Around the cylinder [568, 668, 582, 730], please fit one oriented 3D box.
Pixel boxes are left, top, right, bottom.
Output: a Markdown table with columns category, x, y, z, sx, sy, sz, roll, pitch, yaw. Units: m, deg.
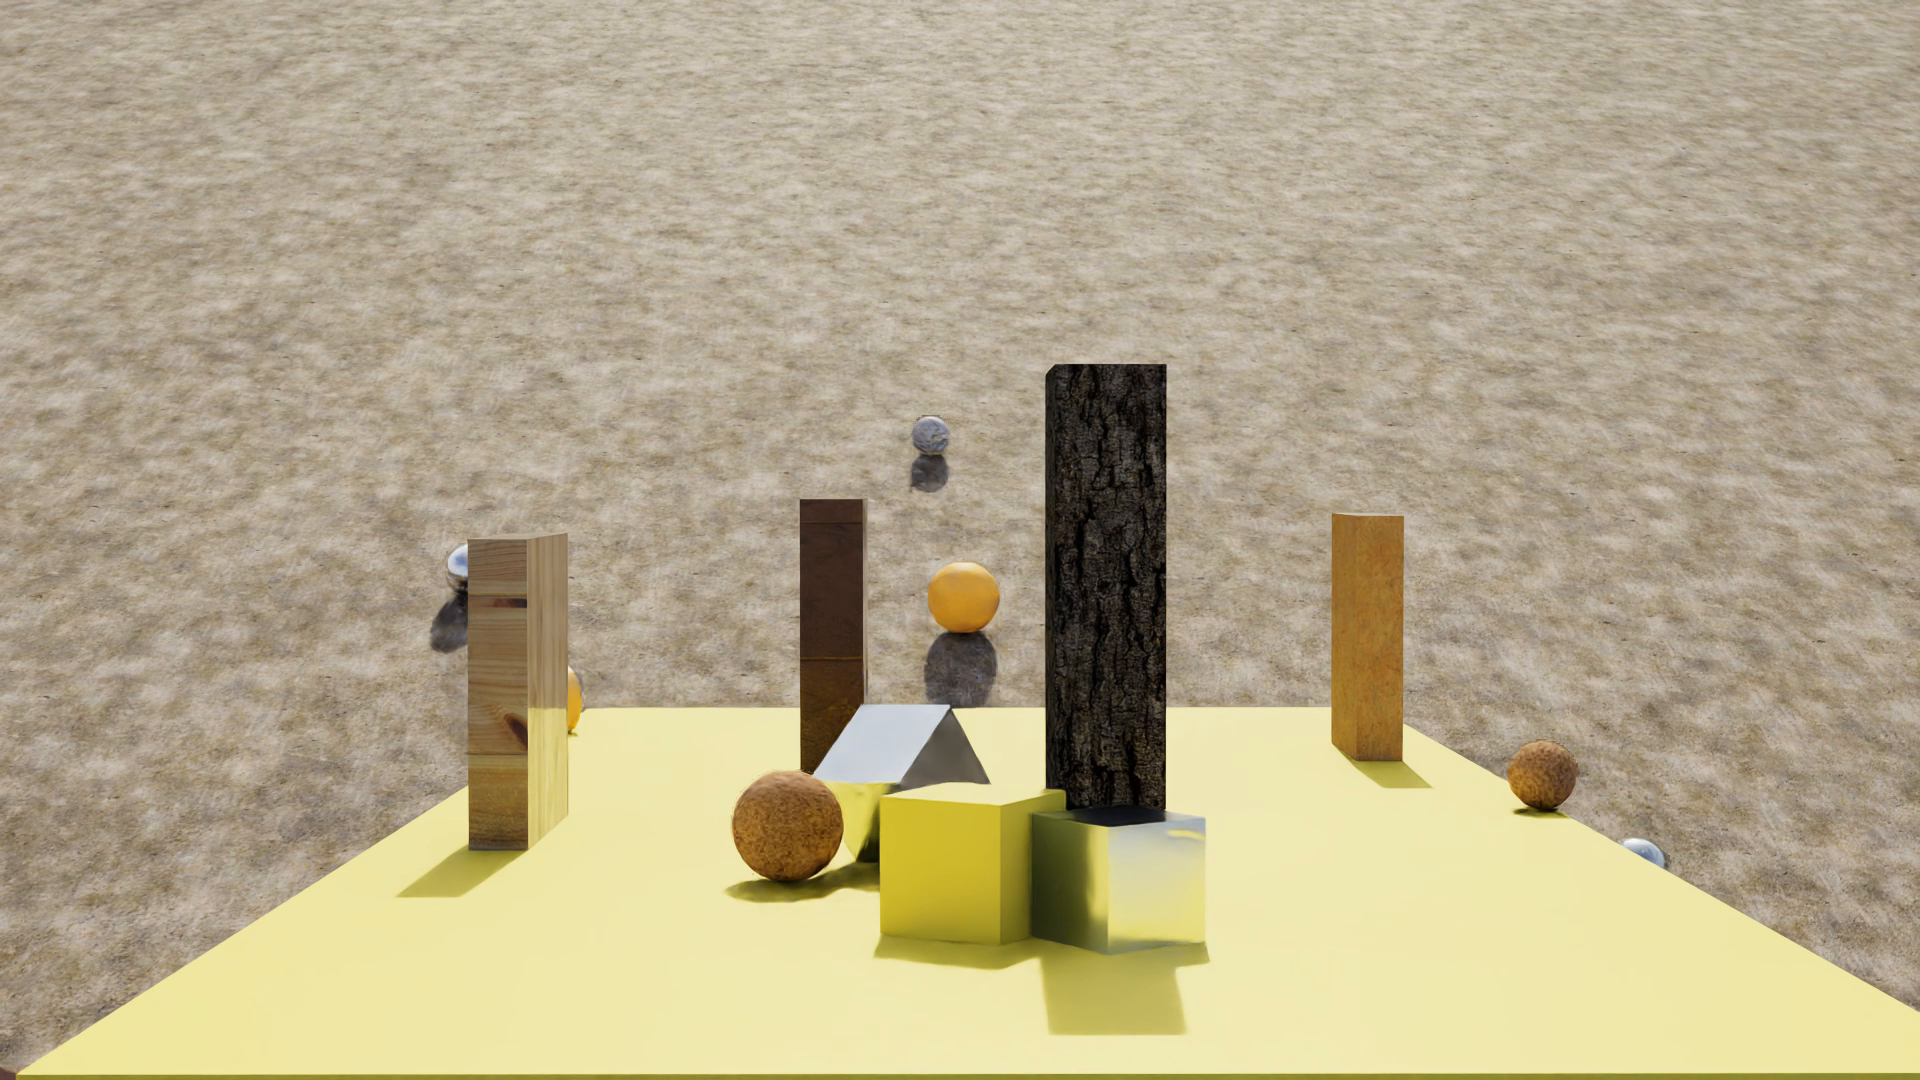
| category | x | y | z | sx | sy | sz | roll | pitch | yaw |
| --- | --- | --- | --- | --- | --- | --- | --- | --- | --- |
| cylinder | -0.971 | 0.371 | 5.939 | 0.148 | 0.148 | 0.148 | -4 | 24 | -32 |

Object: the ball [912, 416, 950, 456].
| category | x | y | z | sx | sy | sz | roll | pitch | yaw |
| --- | --- | --- | --- | --- | --- | --- | --- | --- | --- |
| ball | -0.092 | -0.331 | 8.203 | 0.125 | 0.125 | 0.125 | 0 | 26 | 0 |

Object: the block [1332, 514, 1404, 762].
| category | x | y | z | sx | sy | sz | roll | pitch | yaw |
| --- | --- | --- | --- | --- | --- | --- | --- | --- | --- |
| block | 0.869 | 0.199 | 5.517 | 0.097 | 0.508 | 0.359 | 0 | 1 | 0 |

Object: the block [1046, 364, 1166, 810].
| category | x | y | z | sx | sy | sz | roll | pitch | yaw |
| --- | --- | --- | --- | --- | --- | --- | --- | --- | --- |
| block | 0.199 | 0.133 | 3.595 | 0.147 | 0.741 | 0.371 | 0 | 1 | 0 |

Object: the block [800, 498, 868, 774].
| category | x | y | z | sx | sy | sz | roll | pitch | yaw |
| --- | --- | --- | --- | --- | --- | --- | --- | --- | --- |
| block | -0.235 | 0.197 | 4.837 | 0.116 | 0.550 | 0.244 | 0 | 1 | 0 |

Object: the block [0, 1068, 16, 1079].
| category | x | y | z | sx | sy | sz | roll | pitch | yaw |
| --- | --- | --- | --- | --- | --- | --- | --- | --- | --- |
| block | -1.852 | 1.136 | 5.019 | 0.162 | 0.162 | 0.162 | 17 | 64 | 17 |

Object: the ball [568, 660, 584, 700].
| category | x | y | z | sx | sy | sz | roll | pitch | yaw |
| --- | --- | --- | --- | --- | --- | --- | --- | --- | --- |
| ball | -1.064 | 0.386 | 6.640 | 0.190 | 0.190 | 0.190 | 0 | 26 | 0 |

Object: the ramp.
| category | x | y | z | sx | sy | sz | roll | pitch | yaw |
| --- | --- | --- | --- | --- | --- | --- | --- | --- | --- |
| ramp | 0.058 | 0.529 | 4.566 | 2.000 | 0.100 | 4.000 | 0 | 1 | 0 |

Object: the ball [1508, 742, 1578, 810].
| category | x | y | z | sx | sy | sz | roll | pitch | yaw |
| --- | --- | --- | --- | --- | --- | --- | --- | --- | --- |
| ball | 1.034 | 0.418 | 4.580 | 0.120 | 0.120 | 0.120 | 0 | 26 | 0 |

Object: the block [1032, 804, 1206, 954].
| category | x | y | z | sx | sy | sz | roll | pitch | yaw |
| --- | --- | --- | --- | --- | --- | --- | --- | --- | --- |
| block | 0.203 | 0.432 | 3.306 | 0.158 | 0.158 | 0.158 | -1 | 2 | -35 |

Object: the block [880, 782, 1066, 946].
| category | x | y | z | sx | sy | sz | roll | pitch | yaw |
| --- | --- | --- | --- | --- | --- | --- | --- | --- | --- |
| block | 0.018 | 0.420 | 3.376 | 0.179 | 0.179 | 0.179 | 1 | 2 | 30 |

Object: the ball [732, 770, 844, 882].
| category | x | y | z | sx | sy | sz | roll | pitch | yaw |
| --- | --- | --- | --- | --- | --- | --- | --- | --- | --- |
| ball | -0.252 | 0.418 | 3.769 | 0.163 | 0.163 | 0.163 | 0 | 26 | 0 |

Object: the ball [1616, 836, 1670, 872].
| category | x | y | z | sx | sy | sz | roll | pitch | yaw |
| --- | --- | --- | --- | --- | --- | --- | --- | --- | --- |
| ball | 1.313 | 0.637 | 5.002 | 0.124 | 0.124 | 0.124 | 0 | 26 | 0 |

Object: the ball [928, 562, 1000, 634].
| category | x | y | z | sx | sy | sz | roll | pitch | yaw |
| --- | --- | --- | --- | --- | --- | --- | --- | --- | --- |
| ball | 0.010 | 0.159 | 7.102 | 0.199 | 0.199 | 0.199 | 0 | 26 | 0 |

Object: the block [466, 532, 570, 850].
| category | x | y | z | sx | sy | sz | roll | pitch | yaw |
| --- | --- | --- | --- | --- | --- | --- | --- | --- | --- |
| block | -0.731 | 0.240 | 4.292 | 0.095 | 0.493 | 0.430 | 0 | 1 | 0 |

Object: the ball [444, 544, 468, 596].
| category | x | y | z | sx | sy | sz | roll | pitch | yaw |
| --- | --- | --- | --- | --- | --- | --- | --- | --- | --- |
| ball | -1.389 | 0.084 | 7.313 | 0.150 | 0.150 | 0.150 | 0 | 26 | 0 |

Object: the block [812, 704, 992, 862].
| category | x | y | z | sx | sy | sz | roll | pitch | yaw |
| --- | --- | --- | --- | --- | --- | --- | --- | --- | --- |
| block | -0.088 | 0.372 | 3.928 | 0.171 | 0.171 | 0.171 | -2 | 38 | 36 |
